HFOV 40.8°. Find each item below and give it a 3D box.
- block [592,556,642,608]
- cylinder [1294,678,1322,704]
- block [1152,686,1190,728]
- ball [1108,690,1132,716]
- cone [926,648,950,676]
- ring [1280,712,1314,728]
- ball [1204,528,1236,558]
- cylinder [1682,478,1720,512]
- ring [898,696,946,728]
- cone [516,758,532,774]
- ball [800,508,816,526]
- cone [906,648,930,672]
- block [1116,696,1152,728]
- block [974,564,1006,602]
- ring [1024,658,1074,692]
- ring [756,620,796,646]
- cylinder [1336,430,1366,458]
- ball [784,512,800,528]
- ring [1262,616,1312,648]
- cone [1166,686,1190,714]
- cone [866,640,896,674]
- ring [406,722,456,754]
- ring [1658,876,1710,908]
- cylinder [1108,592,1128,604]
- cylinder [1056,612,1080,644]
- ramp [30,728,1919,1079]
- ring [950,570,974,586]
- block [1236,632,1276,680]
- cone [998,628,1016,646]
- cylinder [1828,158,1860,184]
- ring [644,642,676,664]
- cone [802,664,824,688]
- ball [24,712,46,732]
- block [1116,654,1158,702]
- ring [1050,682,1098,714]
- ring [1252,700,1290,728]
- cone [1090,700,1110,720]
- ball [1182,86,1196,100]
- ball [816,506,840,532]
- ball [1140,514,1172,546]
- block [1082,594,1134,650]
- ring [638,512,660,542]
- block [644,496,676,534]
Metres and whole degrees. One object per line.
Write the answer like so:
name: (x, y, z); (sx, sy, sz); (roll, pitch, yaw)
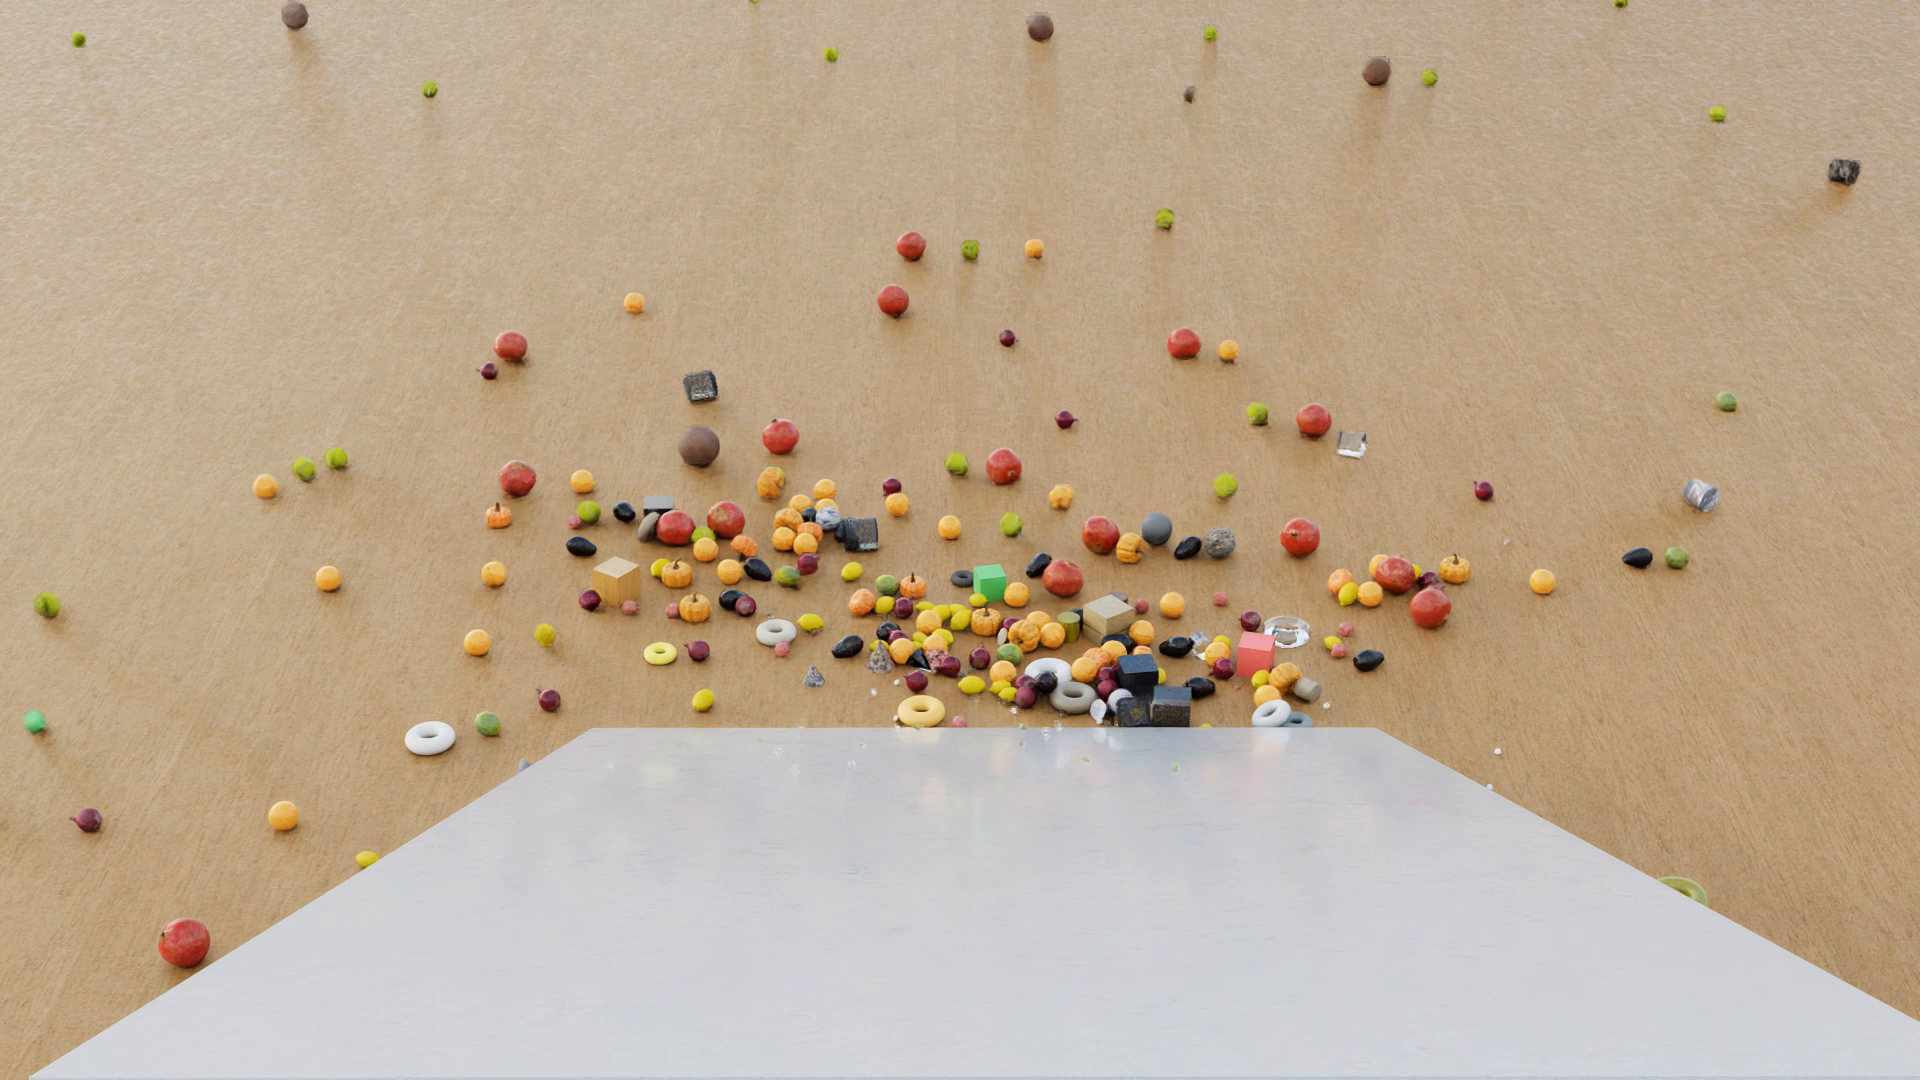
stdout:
block: (-0.979, 0.120, 7.377); (0.095, 0.095, 0.095); (18, 32, 30)
cylinder: (0.927, 0.401, 6.883); (0.052, 0.052, 0.052); (-25, 36, -39)
block: (0.553, 0.448, 6.746); (0.096, 0.096, 0.096); (3, 28, 5)
ball: (0.425, 0.429, 6.811); (0.070, 0.070, 0.070); (0, 28, 0)
cone: (-0.065, 0.343, 7.018); (0.068, 0.068, 0.068); (3, 54, 6)
ring: (0.878, 0.480, 6.756); (0.092, 0.031, 0.092); (-1, 26, 0)
ball: (0.763, 0.008, 7.594); (0.093, 0.093, 0.093); (0, 28, 0)
cylinder: (2.262, -0.137, 7.888); (0.078, 0.078, 0.078); (-15, 31, -26)
ring: (-0.101, 0.452, 6.798); (0.126, 0.042, 0.126); (0, 29, 0)
cone: (-1.109, 0.597, 6.532); (0.064, 0.064, 0.064); (23, 62, 37)
ball: (-0.456, -0.070, 7.786); (0.054, 0.054, 0.054); (0, 28, 0)
cone: (-0.102, 0.338, 7.029); (0.066, 0.066, 0.066); (42, 42, 15)
block: (0.453, 0.451, 6.731); (0.073, 0.073, 0.073); (-4, -15, -7)
block: (0.086, 0.124, 7.388); (0.077, 0.077, 0.077); (-7, 28, -12)
ring: (0.241, 0.363, 6.965); (0.134, 0.045, 0.134); (-1, 28, 1)
ring: (-0.511, 0.258, 7.176); (0.113, 0.038, 0.113); (-1, 29, 0)
cylinder: (1.245, -0.304, 8.212); (0.076, 0.076, 0.076); (11, 29, 20)
ball: (-0.506, -0.061, 7.773); (0.050, 0.050, 0.050); (0, 28, 0)
ring: (0.907, 0.254, 7.174); (0.137, 0.046, 0.137); (0, 26, 0)
cone: (0.581, 0.434, 6.844); (0.067, 0.067, 0.067); (-1, 54, -1)
cone: (-0.216, 0.306, 7.030); (0.085, 0.085, 0.085); (0, 28, 0)
ring: (-1.370, 0.513, 6.680); (0.129, 0.043, 0.129); (-1, 27, 1)
ring: (1.679, 0.840, 6.044); (0.148, 0.049, 0.148); (-1, 27, 1)
cylinder: (0.446, 0.184, 7.295); (0.057, 0.057, 0.057); (0, 28, 0)
cylinder: (0.301, 0.243, 7.174); (0.064, 0.064, 0.064); (0, 28, 0)
ramp: (0.062, 0.559, 4.597); (2.000, 0.100, 4.000); (0, 1, 0)
ring: (0.011, 0.112, 7.469); (0.075, 0.025, 0.075); (1, 28, -1)
block: (0.804, 0.313, 7.014); (0.088, 0.088, 0.088); (7, 28, 14)
cone: (0.138, 0.275, 7.158); (0.051, 0.051, 0.051); (18, 19, -26)
cylinder: (3.586, -1.496, 10.481); (0.092, 0.092, 0.092); (20, 34, 34)
ring: (-0.821, 0.312, 7.080); (0.091, 0.030, 0.091); (1, 29, 0)
cone: (-0.395, 0.357, 6.961); (0.059, 0.059, 0.059); (0, 28, 0)
ball: (-2.414, 0.476, 6.737); (0.054, 0.054, 0.054); (0, 28, 0)
block: (0.474, 0.370, 6.899); (0.093, 0.093, 0.093); (-4, 28, -8)
ring: (0.301, 0.419, 6.859); (0.130, 0.043, 0.130); (1, 27, 0)
ring: (0.814, 0.459, 6.757); (0.109, 0.036, 0.109); (-27, 22, 12)
cone: (0.382, 0.450, 6.820); (0.054, 0.054, 0.054); (11, 13, -46)
ball: (1.013, -1.978, 11.445); (0.058, 0.058, 0.058); (0, 28, 0)
ball: (-0.396, -0.063, 7.748); (0.076, 0.076, 0.076); (0, 28, 0)
ball: (0.583, -0.030, 7.666); (0.094, 0.094, 0.094); (0, 28, 0)
block: (0.411, 0.228, 7.165); (0.099, 0.099, 0.099); (-19, 33, -32)
ring: (-0.925, -0.038, 7.682); (0.033, 0.098, 0.098); (30, 35, 12)
block: (-0.903, -0.076, 7.762); (0.086, 0.086, 0.086); (-1, 28, -2)
